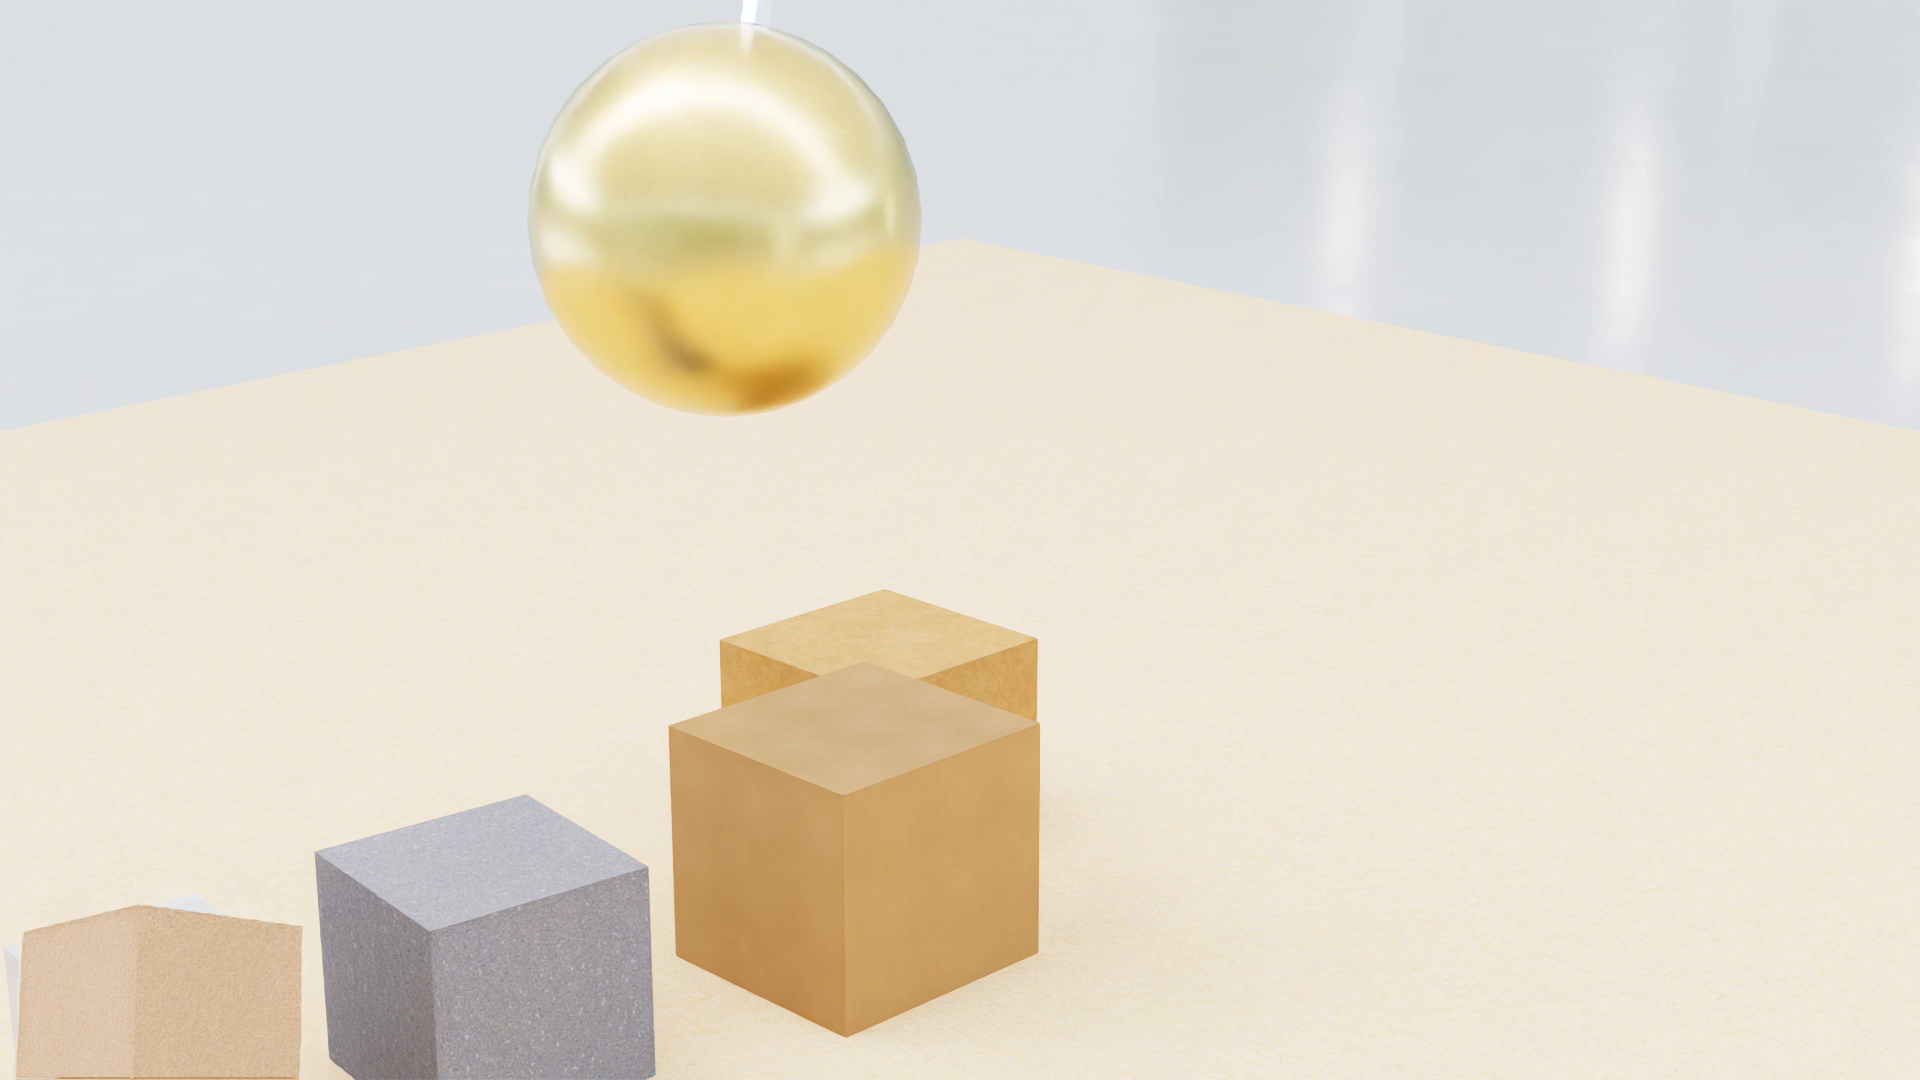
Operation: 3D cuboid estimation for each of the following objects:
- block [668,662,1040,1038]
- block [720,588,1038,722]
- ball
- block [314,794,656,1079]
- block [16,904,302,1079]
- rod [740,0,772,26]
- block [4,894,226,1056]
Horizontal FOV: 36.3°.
[{"bbox_3d":[-0.443,1.282,12.494,1.131,1.062,1.082,-17,24,-42],"label":"block"},{"bbox_3d":[-0.385,0.892,14.028,1.078,0.887,1.055,-17,24,-42],"label":"block"},{"bbox_3d":[-0.954,-1.301,11.932,1.600,1.600,1.600,0,17,0],"label":"ball"},{"bbox_3d":[-1.864,1.669,11.532,0.949,0.900,0.933,-13,22,-36],"label":"block"},{"bbox_3d":[-2.706,1.637,9.924,0.631,0.646,0.680,-16,-21,35],"label":"block"},{"bbox_3d":[-0.414,-4.624,11.455,0.080,5.200,0.080,17,11,42],"label":"rod"},{"bbox_3d":[-3.032,1.900,10.987,0.764,0.786,0.729,-14,22,-37],"label":"block"}]
